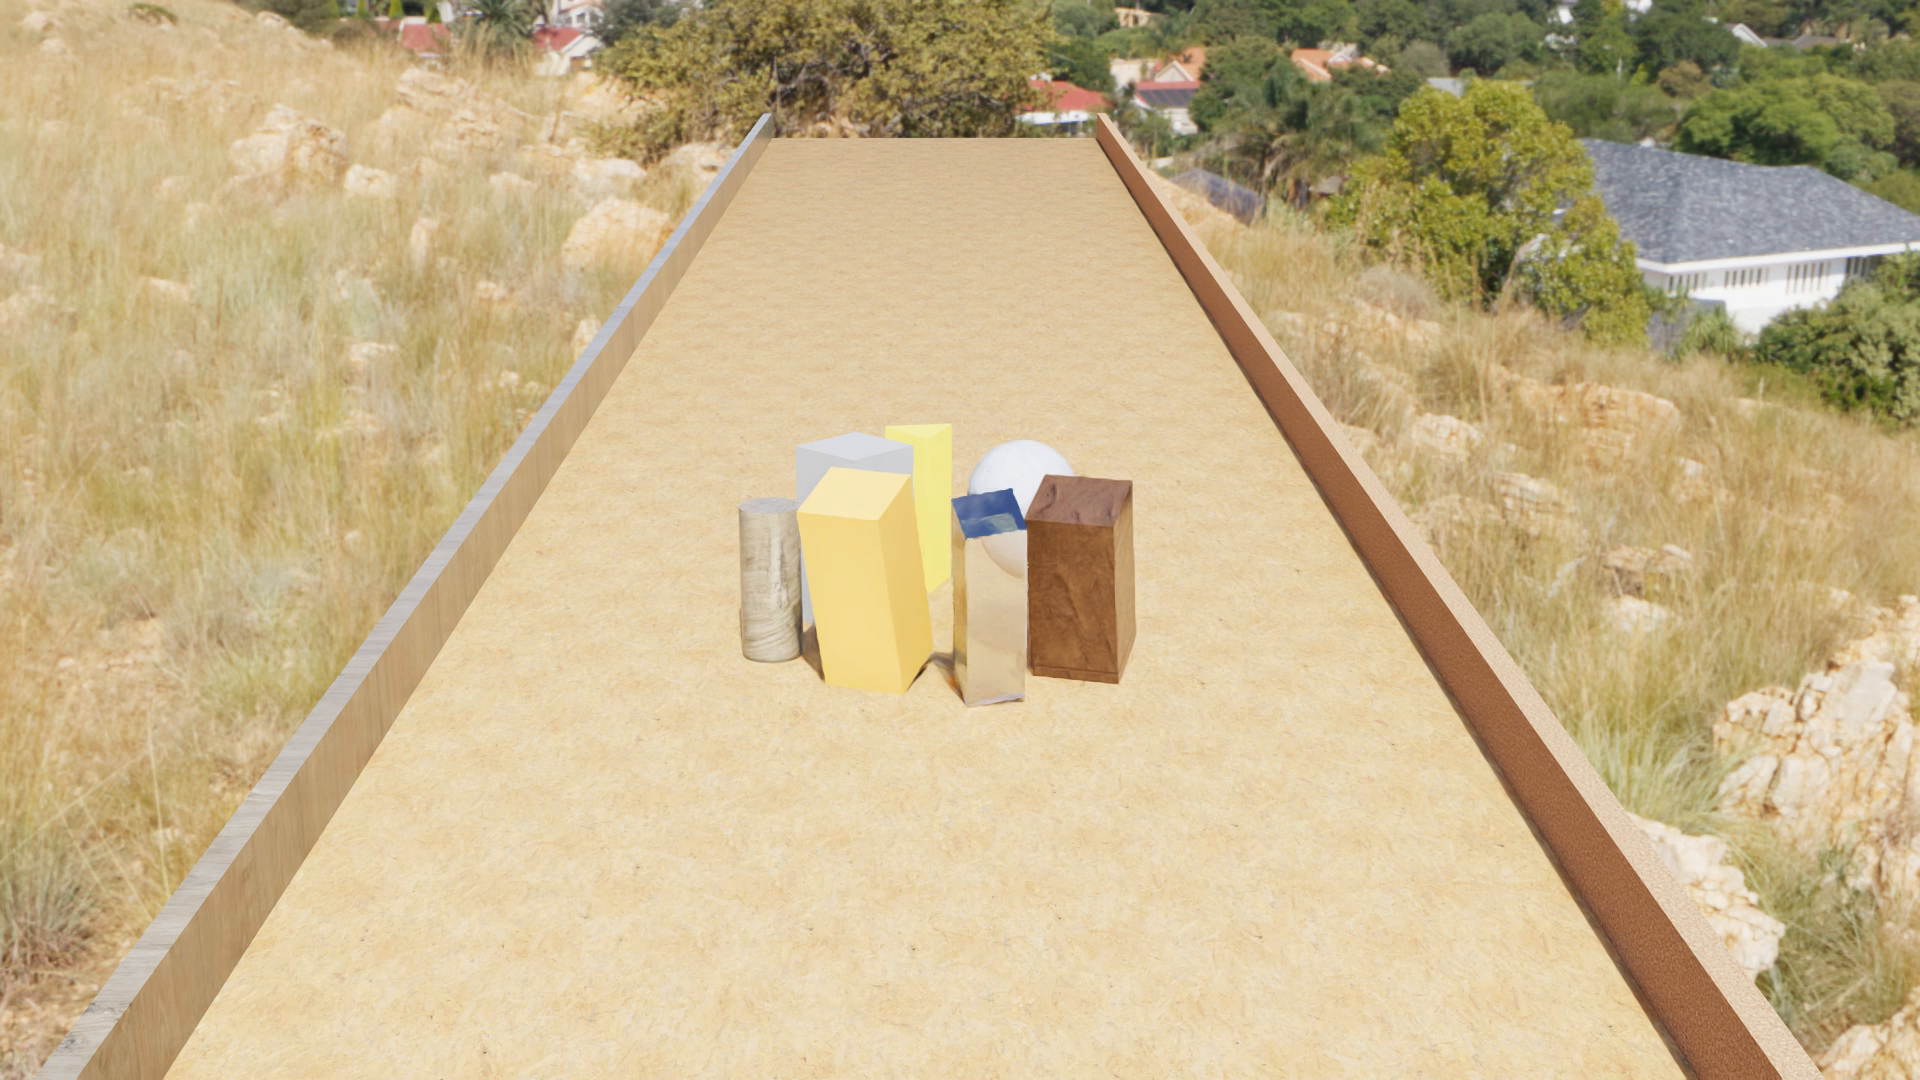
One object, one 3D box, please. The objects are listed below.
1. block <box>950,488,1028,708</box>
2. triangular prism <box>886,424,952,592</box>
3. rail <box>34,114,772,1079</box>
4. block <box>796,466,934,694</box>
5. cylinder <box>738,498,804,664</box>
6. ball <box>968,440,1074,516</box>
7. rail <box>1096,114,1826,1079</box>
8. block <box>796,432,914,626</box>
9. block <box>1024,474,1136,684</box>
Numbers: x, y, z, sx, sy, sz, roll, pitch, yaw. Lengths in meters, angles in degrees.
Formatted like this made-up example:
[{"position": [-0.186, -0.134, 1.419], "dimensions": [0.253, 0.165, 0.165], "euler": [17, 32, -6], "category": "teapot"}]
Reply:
[{"position": [0.054, 0.112, 4.067], "dimensions": [0.114, 0.428, 0.114], "euler": [-10, 43, -10], "category": "block"}, {"position": [-0.069, -0.078, 4.876], "dimensions": [0.126, 0.349, 0.145], "euler": [-13, 21, -38], "category": "triangular prism"}, {"position": [-1.118, -0.838, 7.780], "dimensions": [0.050, 0.150, 12.000], "euler": [0, 17, -1], "category": "rail"}, {"position": [-0.177, 0.079, 4.211], "dimensions": [0.164, 0.397, 0.164], "euler": [6, 35, 20], "category": "block"}, {"position": [-0.379, 0.081, 4.411], "dimensions": [0.123, 0.311, 0.123], "euler": [0, 17, 0], "category": "cylinder"}, {"position": [0.126, -0.090, 4.420], "dimensions": [0.224, 0.224, 0.224], "euler": [0, 17, 0], "category": "ball"}, {"position": [0.932, -0.844, 7.801], "dimensions": [0.050, 0.150, 12.000], "euler": [0, 17, -1], "category": "rail"}, {"position": [-0.218, -0.013, 4.606], "dimensions": [0.173, 0.380, 0.173], "euler": [15, 22, 41], "category": "block"}, {"position": [0.237, 0.076, 4.278], "dimensions": [0.173, 0.360, 0.173], "euler": [5, 33, 15], "category": "block"}]
